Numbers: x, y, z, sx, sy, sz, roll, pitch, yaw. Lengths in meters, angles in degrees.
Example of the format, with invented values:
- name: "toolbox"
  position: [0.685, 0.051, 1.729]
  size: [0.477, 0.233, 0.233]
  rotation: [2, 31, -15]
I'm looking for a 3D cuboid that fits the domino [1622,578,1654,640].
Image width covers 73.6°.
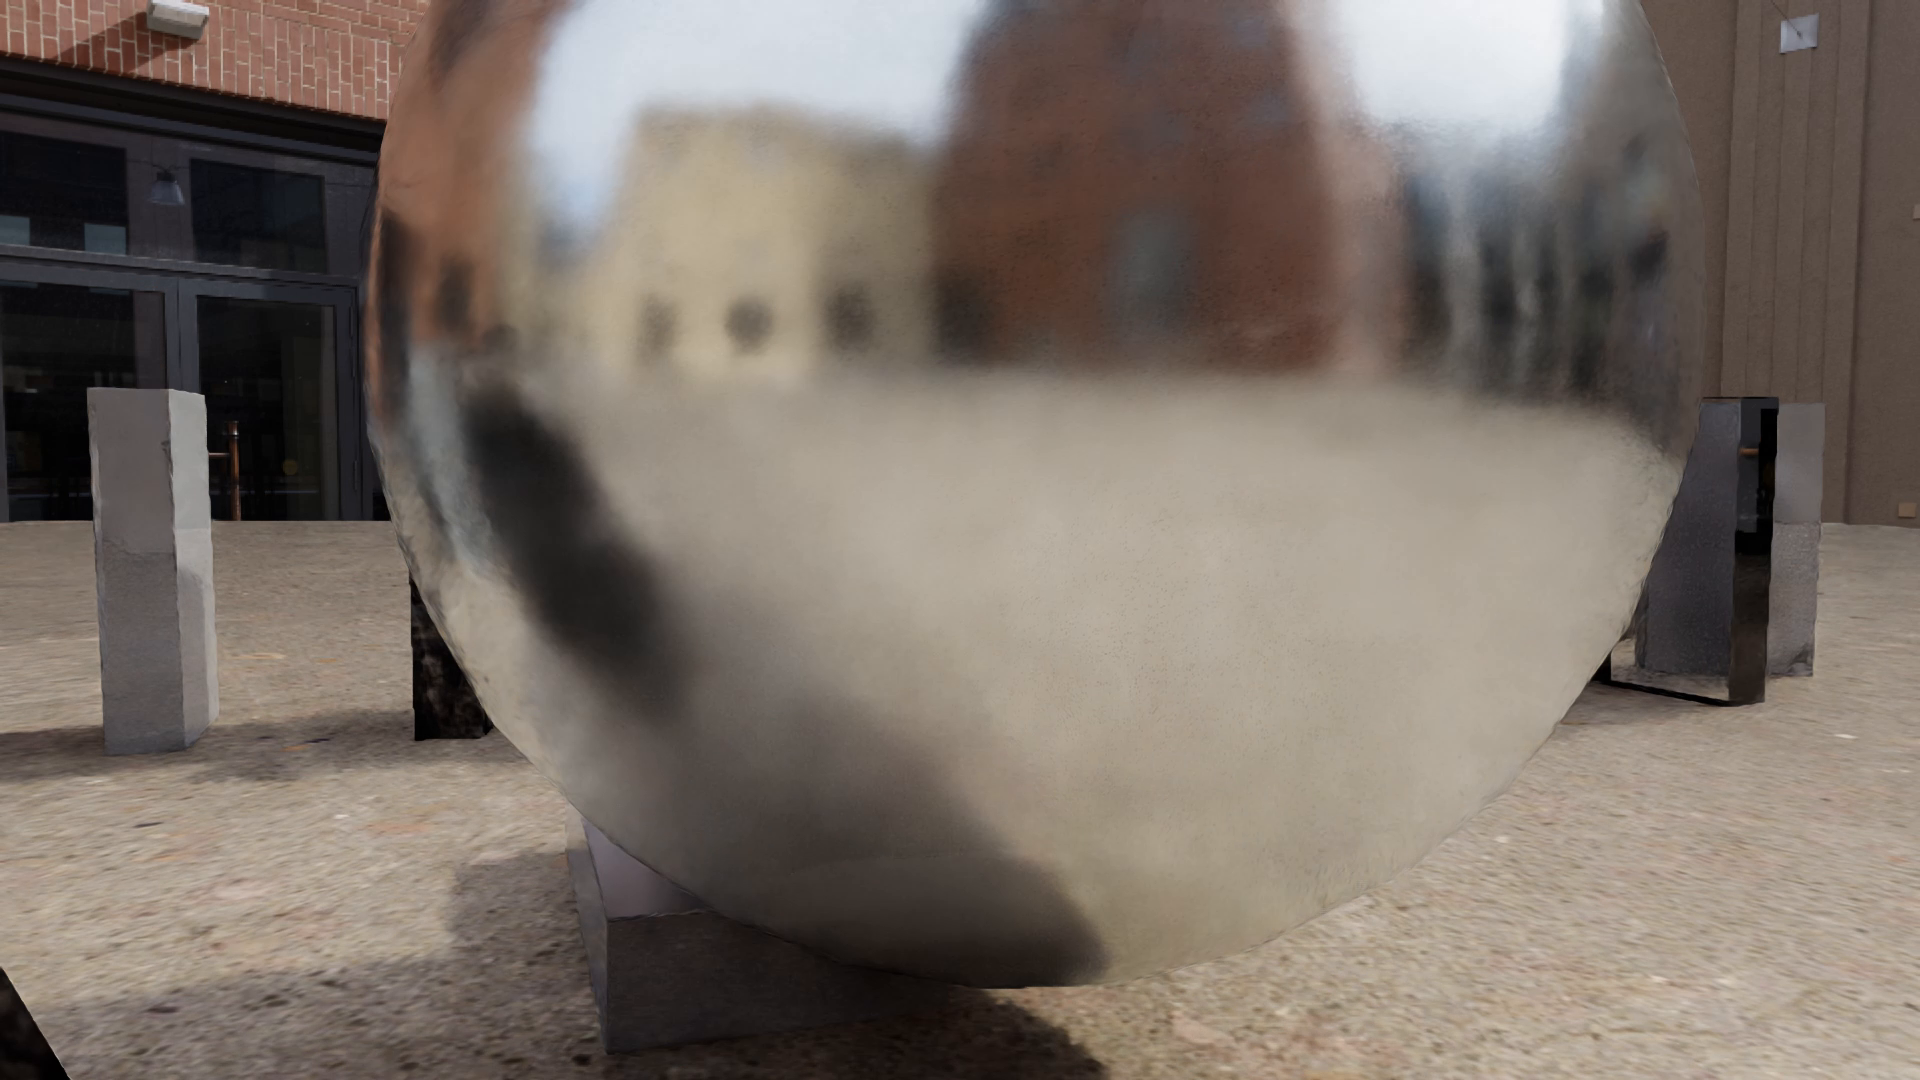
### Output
- name: "domino"
  position: [0.141, -0.004, 0.281]
  size: [0.025, 0.050, 0.009]
  rotation: [-2, 5, -26]

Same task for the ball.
- name: "ball"
  position: [0.004, -0.012, 0.086]
  size: [0.080, 0.080, 0.080]
  rotation: [0, 4, 0]

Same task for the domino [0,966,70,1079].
- name: "domino"
  position: [-0.059, 0.015, 0.052]
  size: [0.010, 0.050, 0.025]
  rotation: [-32, -1, 9]

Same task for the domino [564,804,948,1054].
- name: "domino"
  position: [-0.021, 0.029, 0.116]
  size: [0.025, 0.010, 0.050]
  rotation: [0, 4, -20]

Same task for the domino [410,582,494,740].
- name: "domino"
  position: [-0.076, 0.003, 0.196]
  size: [0.009, 0.050, 0.025]
  rotation: [-1, 4, -9]

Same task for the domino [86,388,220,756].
- name: "domino"
  position: [-0.116, 0.004, 0.186]
  size: [0.009, 0.050, 0.025]
  rotation: [-2, 5, -20]

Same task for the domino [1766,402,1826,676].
- name: "domino"
  position: [0.146, -0.001, 0.242]
  size: [0.025, 0.050, 0.010]
  rotation: [1, 4, 17]

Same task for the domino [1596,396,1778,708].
- name: "domino"
  position: [0.123, 0.001, 0.219]
  size: [0.009, 0.050, 0.025]
  rotation: [-2, 5, -26]
